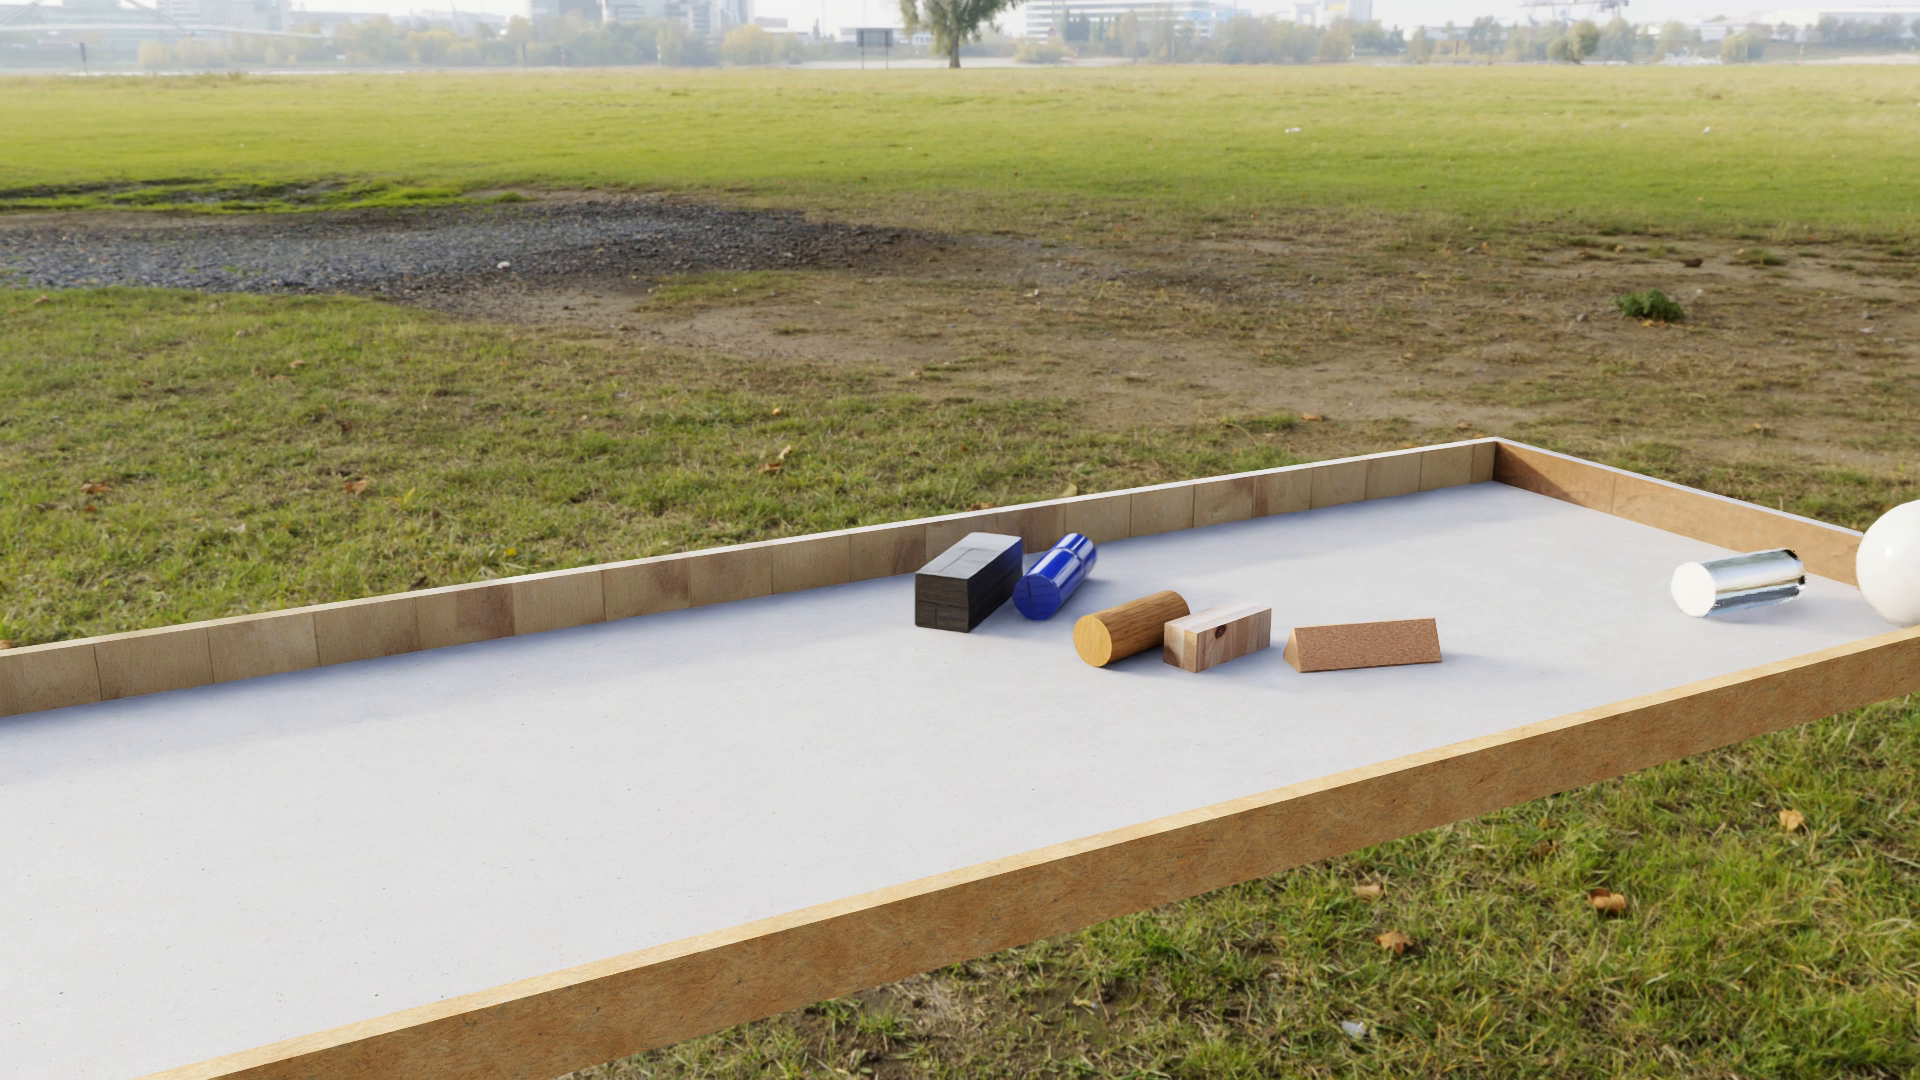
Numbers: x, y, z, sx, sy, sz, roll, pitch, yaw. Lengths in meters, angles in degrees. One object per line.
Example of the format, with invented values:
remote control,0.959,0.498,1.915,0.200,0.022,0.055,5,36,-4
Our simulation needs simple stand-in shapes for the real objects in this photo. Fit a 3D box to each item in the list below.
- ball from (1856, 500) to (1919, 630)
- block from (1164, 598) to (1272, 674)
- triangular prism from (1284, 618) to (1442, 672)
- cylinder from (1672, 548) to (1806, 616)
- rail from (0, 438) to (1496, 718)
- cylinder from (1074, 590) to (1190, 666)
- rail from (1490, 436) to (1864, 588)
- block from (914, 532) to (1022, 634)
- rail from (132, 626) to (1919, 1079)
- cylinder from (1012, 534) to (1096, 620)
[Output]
ball,2.630,0.072,4.454,0.370,0.370,0.370,0,16,0
block,0.676,0.248,4.320,0.303,0.108,0.108,-14,22,-40
triangular prism,1.046,0.261,4.277,0.390,0.101,0.117,-3,17,-11
cylinder,2.209,0.118,4.681,0.348,0.153,0.153,-7,18,-23
rail,-3.305,0.497,3.399,12.000,0.150,0.050,-9,18,-27
cylinder,0.454,0.230,4.333,0.311,0.135,0.135,-14,22,-40
rail,2.466,-0.048,5.253,0.050,0.150,2.100,-9,18,-27
block,0.030,0.115,4.687,0.156,0.156,0.435,6,18,21
rail,-2.336,1.006,1.665,12.000,0.150,0.050,-9,18,-27
cylinder,0.279,0.102,4.771,0.134,0.134,0.429,5,17,18
